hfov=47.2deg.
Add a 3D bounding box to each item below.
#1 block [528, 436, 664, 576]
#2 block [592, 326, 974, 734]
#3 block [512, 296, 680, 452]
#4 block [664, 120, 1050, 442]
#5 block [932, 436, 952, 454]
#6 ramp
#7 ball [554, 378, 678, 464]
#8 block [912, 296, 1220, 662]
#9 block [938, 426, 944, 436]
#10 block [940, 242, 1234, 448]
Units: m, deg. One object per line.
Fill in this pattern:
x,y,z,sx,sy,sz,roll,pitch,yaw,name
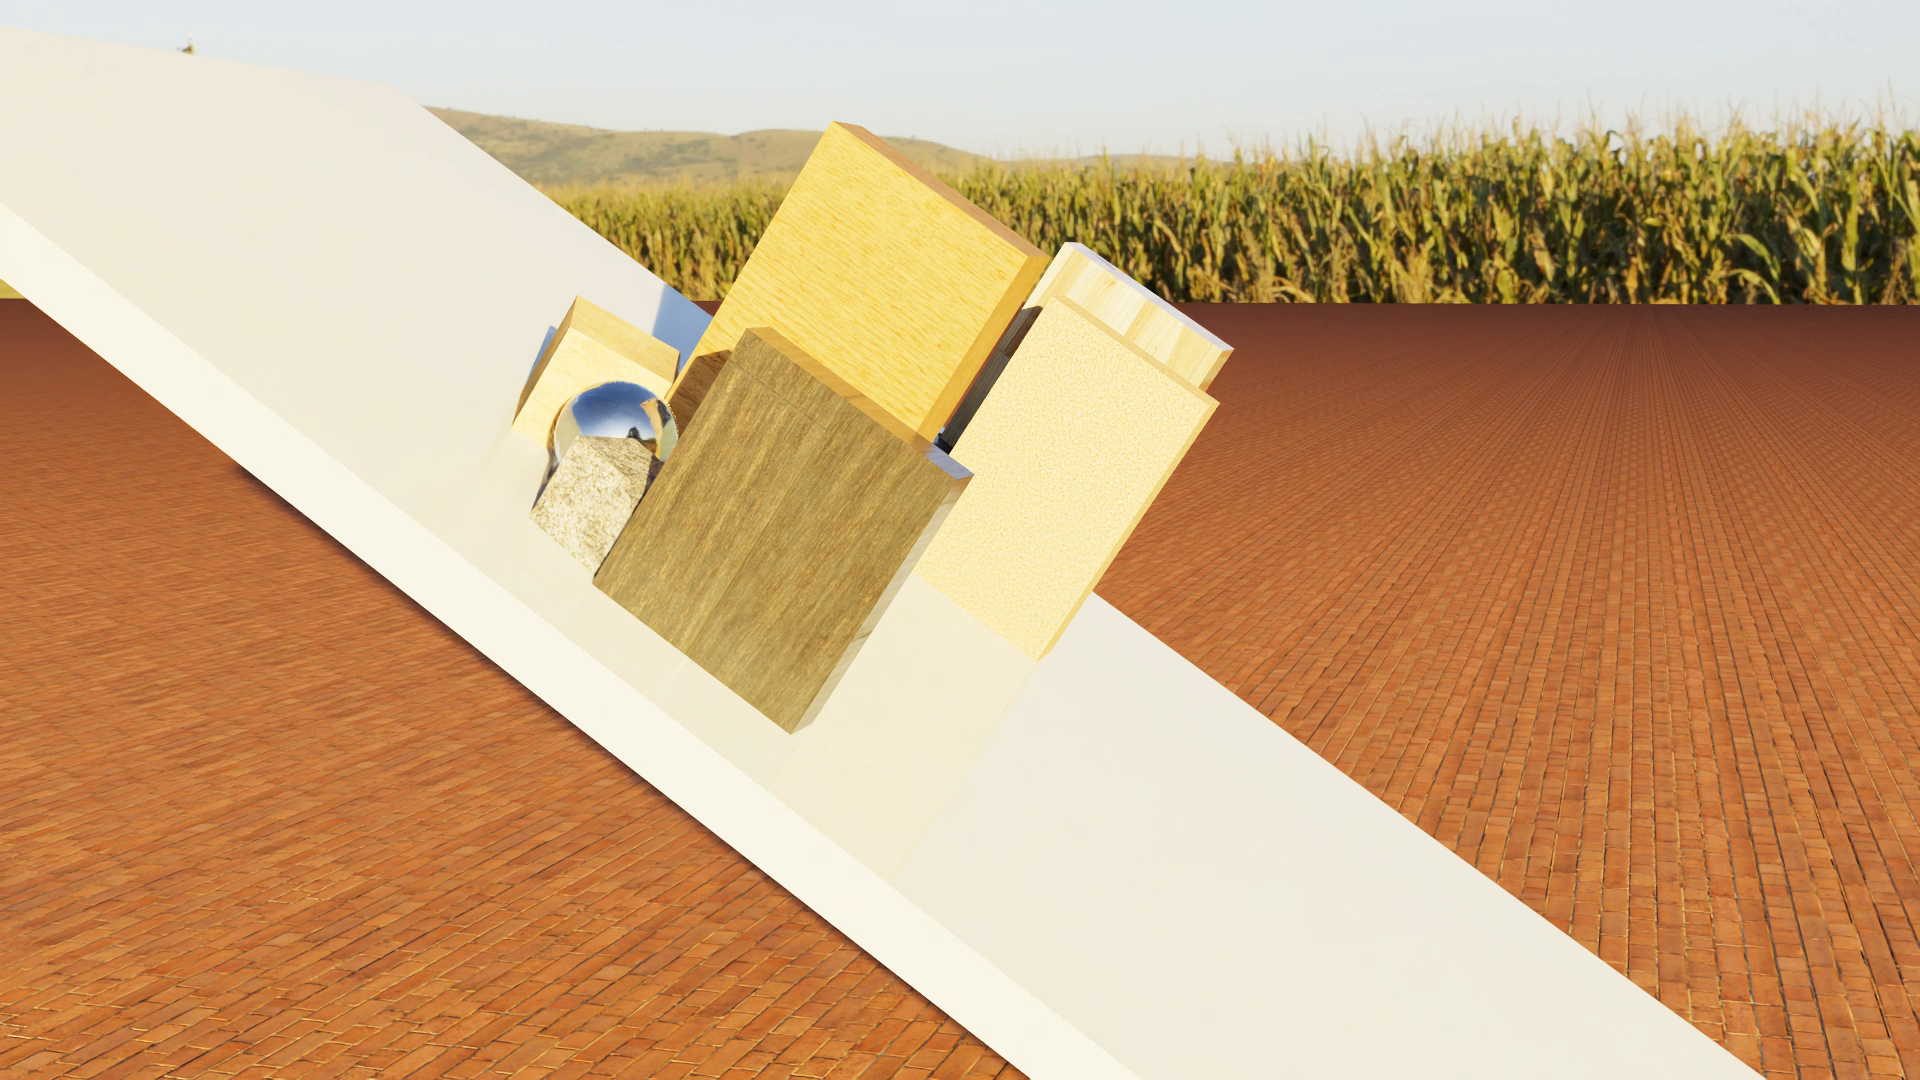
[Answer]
-0.549,-0.054,3.508,0.159,0.159,0.159,39,16,20,block
-0.273,-0.015,3.343,0.393,0.475,0.093,36,15,10,block
-0.640,-0.266,3.884,0.210,0.210,0.210,29,16,-16,block
-0.226,-0.283,3.755,0.403,0.743,0.147,36,15,10,block
-0.133,-0.128,4.502,0.201,0.201,0.201,39,16,20,block
-0.117,0.200,4.095,4.000,0.100,2.000,36,15,10,ramp
-0.577,-0.167,3.692,0.206,0.206,0.206,0,7,0,ball
0.178,-0.121,4.324,0.372,0.611,0.109,36,15,10,block
-0.168,-0.216,4.737,0.182,0.182,0.182,19,21,-43,block
0.209,-0.225,4.579,0.391,0.679,0.131,36,15,10,block
